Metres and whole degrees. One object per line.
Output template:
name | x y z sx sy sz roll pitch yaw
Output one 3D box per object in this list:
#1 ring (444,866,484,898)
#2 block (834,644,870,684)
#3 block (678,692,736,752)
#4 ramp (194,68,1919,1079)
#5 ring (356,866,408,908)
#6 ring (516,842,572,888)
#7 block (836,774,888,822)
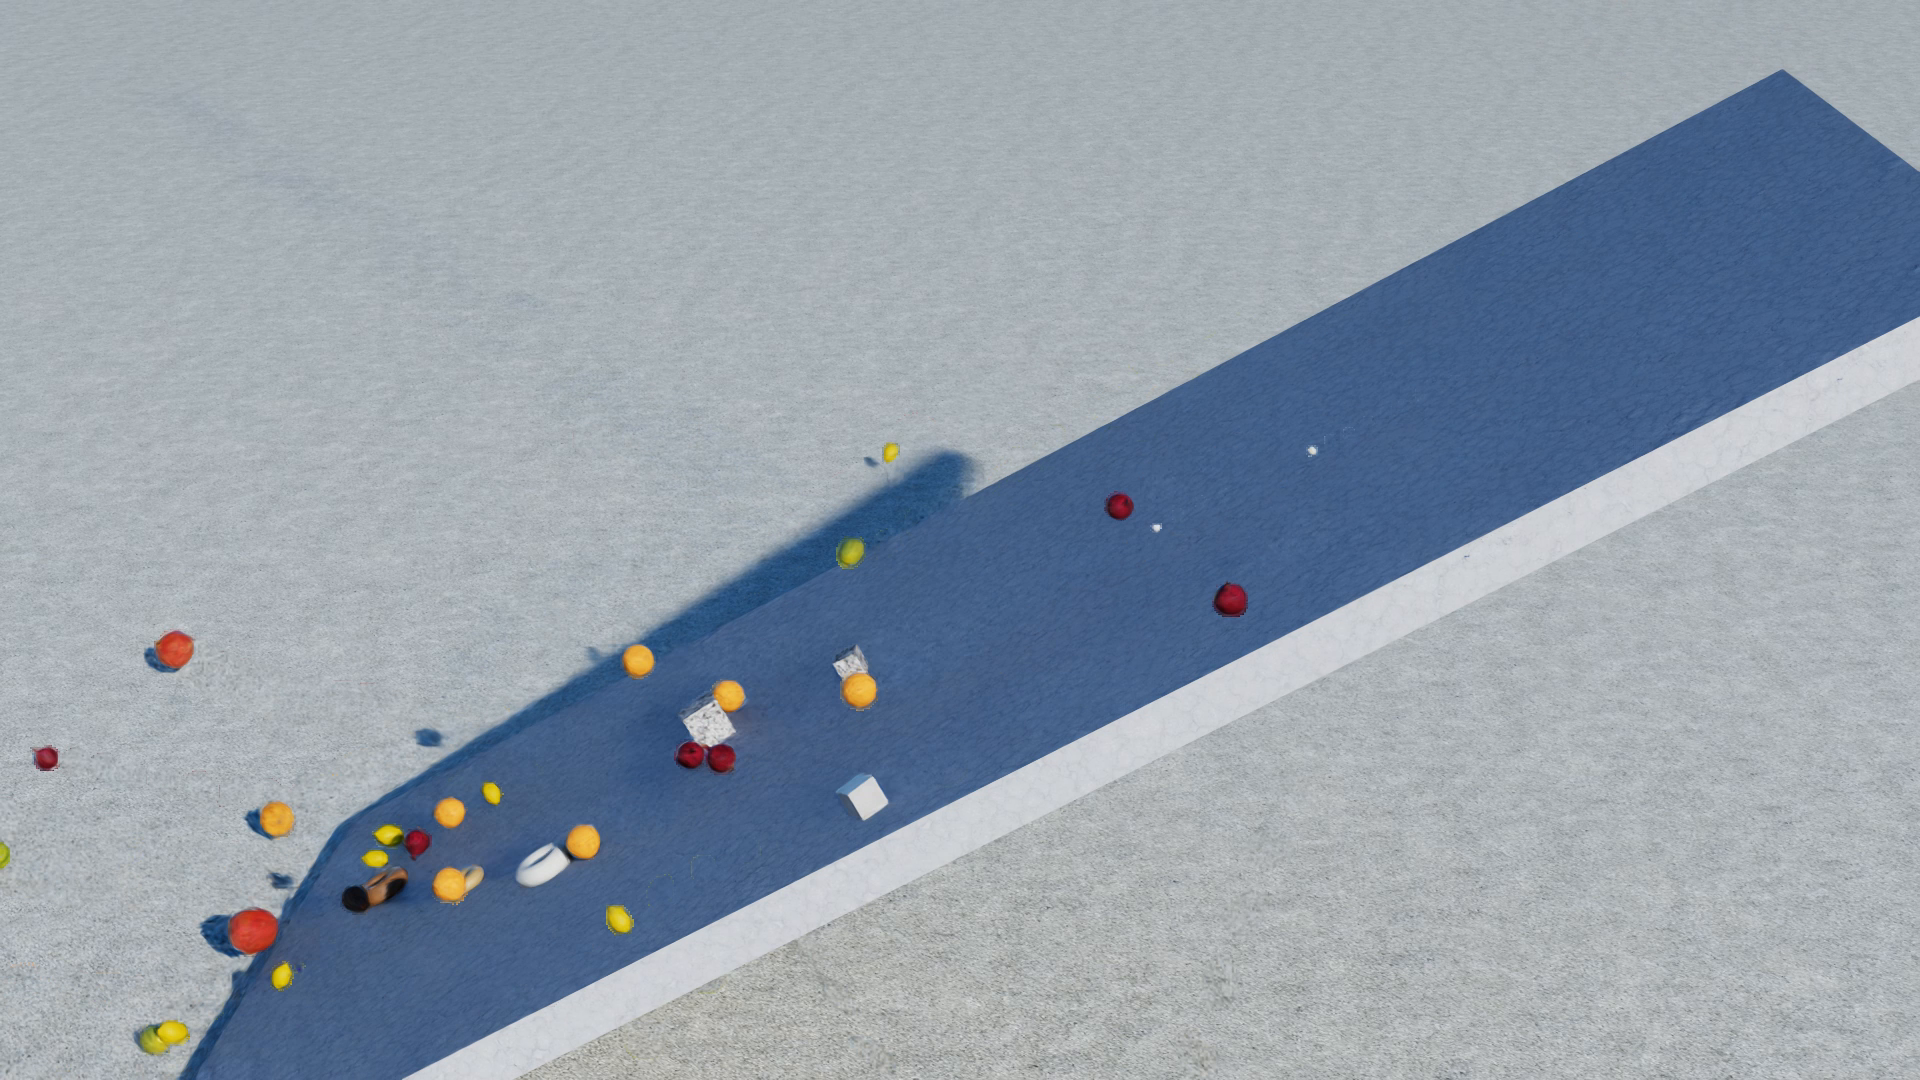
ring | -1.097 0.755 6.501 0.099 0.033 0.099 -27 15 8
block | -0.236 0.270 6.380 0.054 0.054 0.054 -27 15 12
block | -0.561 0.403 6.511 0.087 0.087 0.087 -32 14 -7
ramp | 0.142 0.167 6.283 4.000 0.100 2.000 -28 15 11
ring | -1.335 0.802 6.796 0.131 0.044 0.131 -29 13 7
ring | -0.887 0.692 6.272 0.134 0.045 0.134 -28 16 9
block | -0.184 0.484 5.535 0.061 0.061 0.061 -36 15 -19
